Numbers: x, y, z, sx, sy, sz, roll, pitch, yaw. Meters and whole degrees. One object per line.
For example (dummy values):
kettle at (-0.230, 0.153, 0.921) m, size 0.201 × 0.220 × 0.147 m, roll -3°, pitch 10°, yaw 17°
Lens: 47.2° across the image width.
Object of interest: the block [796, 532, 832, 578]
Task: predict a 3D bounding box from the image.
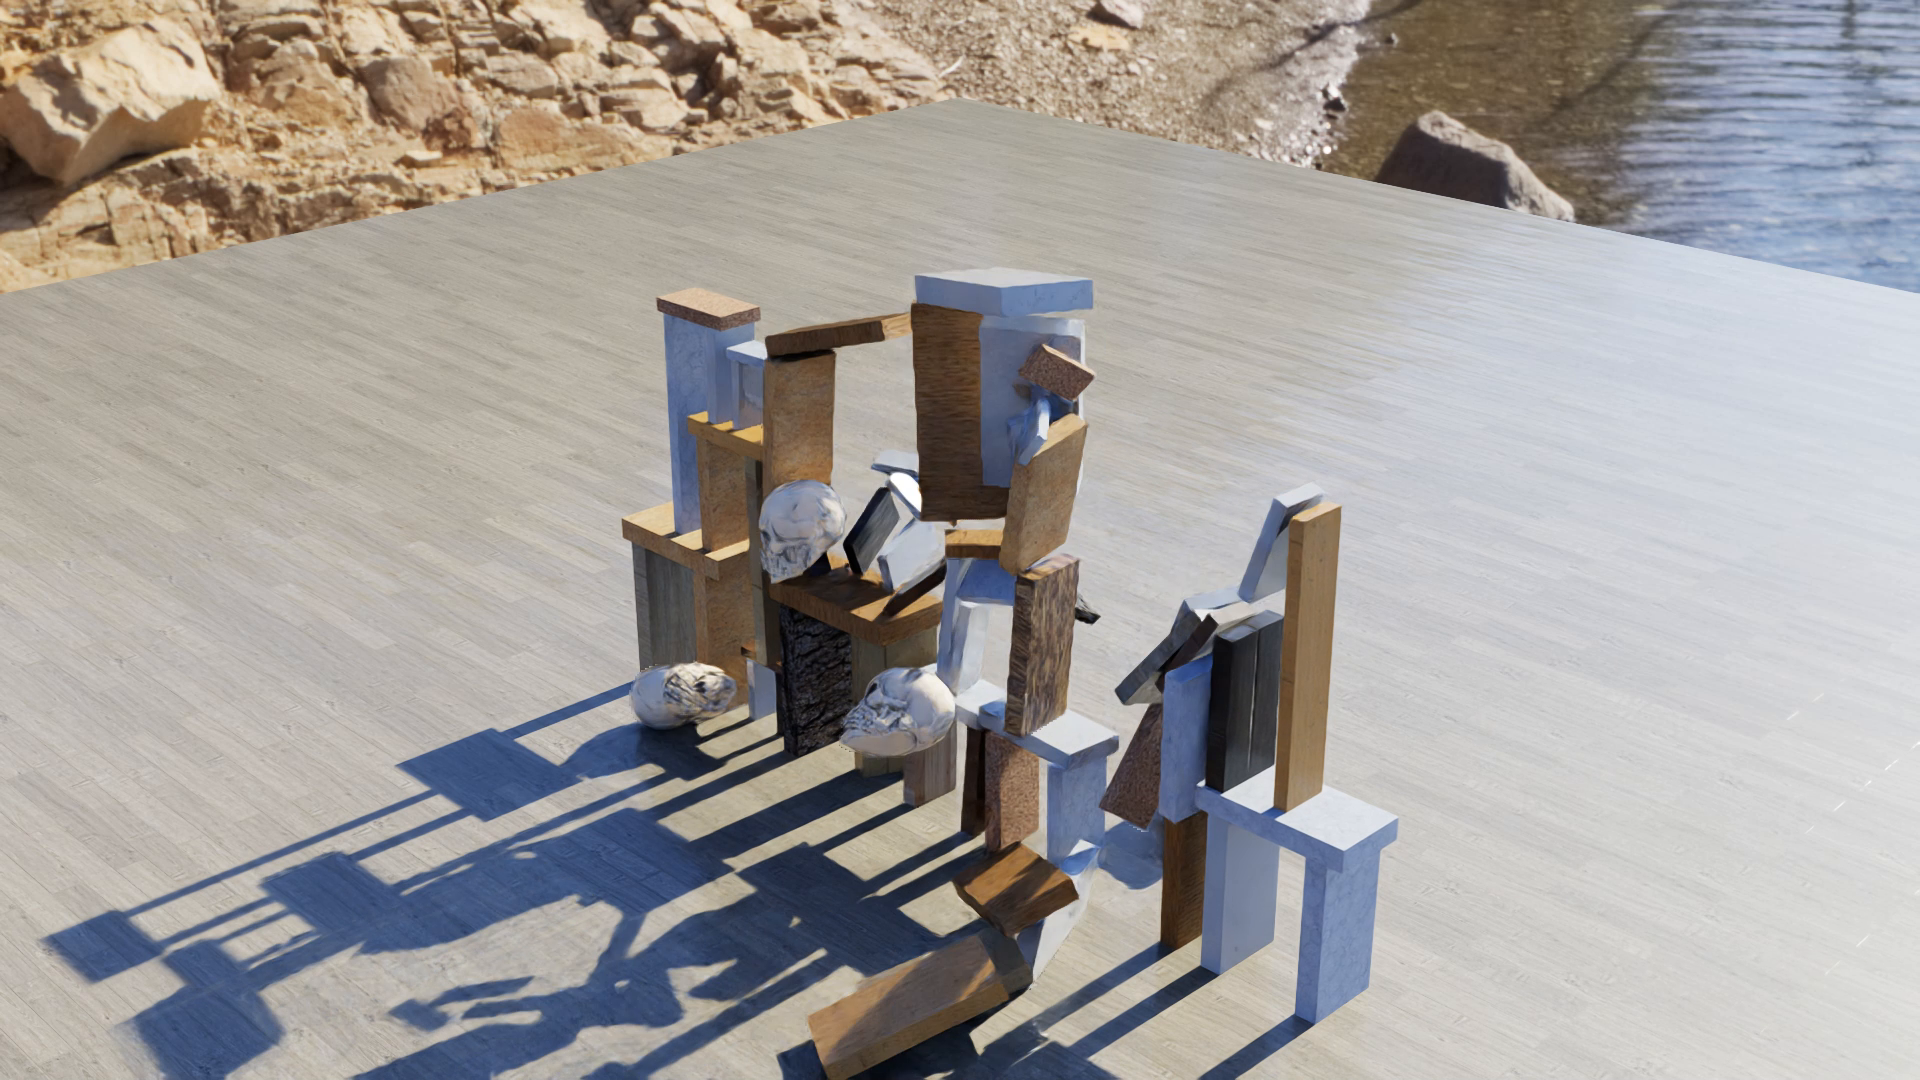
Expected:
block at (-0.304, 0.025, 4.579) m, size 0.048 × 0.096 × 0.014 m, roll -16°, pitch -5°, yaw -33°

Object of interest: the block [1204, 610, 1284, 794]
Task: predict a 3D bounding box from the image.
block at (0.494, 0.279, 3.809) m, size 0.145 × 0.291 × 0.041 m, roll -21°, pitch 32°, yaw -41°

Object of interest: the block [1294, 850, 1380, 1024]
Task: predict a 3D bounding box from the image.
block at (0.653, 0.663, 3.795) m, size 0.045 × 0.315 × 0.157 m, roll 21°, pitch 31°, yaw 41°

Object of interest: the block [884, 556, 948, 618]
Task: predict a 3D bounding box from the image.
block at (-0.072, 0.085, 4.348) m, size 0.182 × 0.026 × 0.091 m, roll -35°, pitch 8°, yaw 46°

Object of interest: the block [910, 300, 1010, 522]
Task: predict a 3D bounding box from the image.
block at (0.007, -0.246, 4.147) m, size 0.180 × 0.415 × 0.051 m, roll -3°, pitch 12°, yaw -1°

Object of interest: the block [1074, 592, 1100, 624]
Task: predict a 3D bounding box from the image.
block at (0.202, 0.115, 4.277) m, size 0.086 × 0.024 × 0.173 m, roll 47°, pitch 13°, yaw 28°

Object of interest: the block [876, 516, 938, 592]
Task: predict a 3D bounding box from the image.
block at (-0.108, 0.022, 4.533) m, size 0.025 × 0.087 × 0.174 m, roll 9°, pitch 37°, yaw 32°

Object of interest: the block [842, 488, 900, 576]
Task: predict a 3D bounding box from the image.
block at (-0.185, -0.019, 4.603) m, size 0.025 × 0.087 × 0.174 m, roll 9°, pitch 48°, yaw 28°

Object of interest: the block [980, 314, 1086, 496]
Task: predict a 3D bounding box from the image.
block at (0.131, -0.245, 3.987) m, size 0.180 × 0.359 × 0.051 m, roll 7°, pitch 41°, yaw 10°

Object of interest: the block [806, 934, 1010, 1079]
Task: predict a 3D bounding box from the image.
block at (-0.090, 0.787, 3.696) m, size 0.325 × 0.041 × 0.145 m, roll -25°, pitch 28°, yaw -4°

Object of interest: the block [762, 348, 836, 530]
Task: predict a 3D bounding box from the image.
block at (-0.331, -0.207, 4.496) m, size 0.141 × 0.371 × 0.040 m, roll -15°, pitch 33°, yaw -30°

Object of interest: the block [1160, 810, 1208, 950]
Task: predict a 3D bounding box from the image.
block at (0.431, 0.590, 4.004) m, size 0.143 × 0.285 × 0.040 m, roll -22°, pitch 31°, yaw -40°

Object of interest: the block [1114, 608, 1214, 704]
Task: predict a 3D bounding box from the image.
block at (0.387, 0.209, 3.903) m, size 0.115 × 0.230 × 0.033 m, roll 3°, pitch 47°, yaw -46°

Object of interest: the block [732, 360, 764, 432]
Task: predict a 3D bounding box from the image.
block at (-0.437, -0.308, 4.568) m, size 0.075 × 0.150 × 0.021 m, roll -21°, pitch 33°, yaw -40°

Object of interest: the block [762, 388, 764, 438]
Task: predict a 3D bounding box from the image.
block at (-0.368, -0.283, 4.504) m, size 0.075 × 0.150 × 0.021 m, roll -20°, pitch 34°, yaw -40°

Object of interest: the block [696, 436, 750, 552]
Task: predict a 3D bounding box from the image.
block at (-0.499, -0.113, 4.717) m, size 0.036 × 0.252 × 0.126 m, roll 21°, pitch 30°, yaw 41°

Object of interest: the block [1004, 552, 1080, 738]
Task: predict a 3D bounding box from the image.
block at (0.153, 0.198, 4.124) m, size 0.041 × 0.324 × 0.145 m, roll 20°, pitch 28°, yaw 33°

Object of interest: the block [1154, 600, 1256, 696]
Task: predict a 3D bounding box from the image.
block at (0.427, 0.189, 3.830) m, size 0.102 × 0.203 × 0.029 m, roll -15°, pitch 59°, yaw -40°

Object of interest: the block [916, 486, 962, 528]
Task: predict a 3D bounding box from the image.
block at (-0.031, -0.076, 4.264) m, size 0.105 × 0.015 × 0.053 m, roll 46°, pitch 45°, yaw 7°

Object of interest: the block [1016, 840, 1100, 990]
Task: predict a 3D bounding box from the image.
block at (0.172, 0.675, 3.980) m, size 0.040 × 0.143 × 0.285 m, roll 20°, pitch 28°, yaw 17°

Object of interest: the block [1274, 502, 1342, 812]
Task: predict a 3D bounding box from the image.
block at (0.581, 0.200, 3.683) m, size 0.029 × 0.535 × 0.102 m, roll 21°, pitch 31°, yaw 41°

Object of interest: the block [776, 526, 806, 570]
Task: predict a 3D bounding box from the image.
block at (-0.352, 0.008, 4.612) m, size 0.048 × 0.096 × 0.014 m, roll -22°, pitch 10°, yaw -41°

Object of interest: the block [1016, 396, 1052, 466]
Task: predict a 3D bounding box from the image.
block at (0.127, -0.187, 3.769) m, size 0.018 × 0.065 × 0.130 m, roll 31°, pitch 33°, yaw -14°

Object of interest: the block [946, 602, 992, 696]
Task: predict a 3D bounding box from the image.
block at (0.018, 0.204, 4.330) m, size 0.024 × 0.195 × 0.086 m, roll 21°, pitch 27°, yaw 24°

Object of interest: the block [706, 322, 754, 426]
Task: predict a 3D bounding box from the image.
block at (-0.479, -0.355, 4.601) m, size 0.030 × 0.211 × 0.105 m, roll 24°, pitch 33°, yaw 39°

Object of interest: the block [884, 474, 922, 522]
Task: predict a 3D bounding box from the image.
block at (-0.095, -0.087, 4.304) m, size 0.105 × 0.015 × 0.053 m, roll 47°, pitch 37°, yaw 5°

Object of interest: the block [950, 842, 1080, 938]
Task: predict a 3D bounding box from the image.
block at (0.095, 0.620, 3.920) m, size 0.145 × 0.041 × 0.290 m, roll -27°, pitch 12°, yaw -13°

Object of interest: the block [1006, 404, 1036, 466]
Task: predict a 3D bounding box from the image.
block at (0.120, -0.181, 3.897) m, size 0.065 × 0.130 × 0.018 m, roll -29°, pitch 56°, yaw -12°

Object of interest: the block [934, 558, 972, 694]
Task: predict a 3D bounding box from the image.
block at (-0.004, 0.147, 4.326) m, size 0.026 × 0.306 × 0.091 m, roll 17°, pitch 26°, yaw 24°

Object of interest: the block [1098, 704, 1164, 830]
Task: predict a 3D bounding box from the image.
block at (0.353, 0.413, 4.078) m, size 0.033 × 0.230 × 0.115 m, roll 24°, pitch -4°, yaw 46°

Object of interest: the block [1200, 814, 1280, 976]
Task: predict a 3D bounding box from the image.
block at (0.504, 0.605, 3.932) m, size 0.045 × 0.315 × 0.157 m, roll 21°, pitch 31°, yaw 41°

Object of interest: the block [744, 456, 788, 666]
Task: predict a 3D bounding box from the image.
block at (-0.383, 0.031, 4.653) m, size 0.126 × 0.467 × 0.036 m, roll -20°, pitch 28°, yaw -40°

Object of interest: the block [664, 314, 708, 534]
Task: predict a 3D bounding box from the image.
block at (-0.577, -0.259, 4.746) m, size 0.030 × 0.498 × 0.105 m, roll 22°, pitch 31°, yaw 40°
